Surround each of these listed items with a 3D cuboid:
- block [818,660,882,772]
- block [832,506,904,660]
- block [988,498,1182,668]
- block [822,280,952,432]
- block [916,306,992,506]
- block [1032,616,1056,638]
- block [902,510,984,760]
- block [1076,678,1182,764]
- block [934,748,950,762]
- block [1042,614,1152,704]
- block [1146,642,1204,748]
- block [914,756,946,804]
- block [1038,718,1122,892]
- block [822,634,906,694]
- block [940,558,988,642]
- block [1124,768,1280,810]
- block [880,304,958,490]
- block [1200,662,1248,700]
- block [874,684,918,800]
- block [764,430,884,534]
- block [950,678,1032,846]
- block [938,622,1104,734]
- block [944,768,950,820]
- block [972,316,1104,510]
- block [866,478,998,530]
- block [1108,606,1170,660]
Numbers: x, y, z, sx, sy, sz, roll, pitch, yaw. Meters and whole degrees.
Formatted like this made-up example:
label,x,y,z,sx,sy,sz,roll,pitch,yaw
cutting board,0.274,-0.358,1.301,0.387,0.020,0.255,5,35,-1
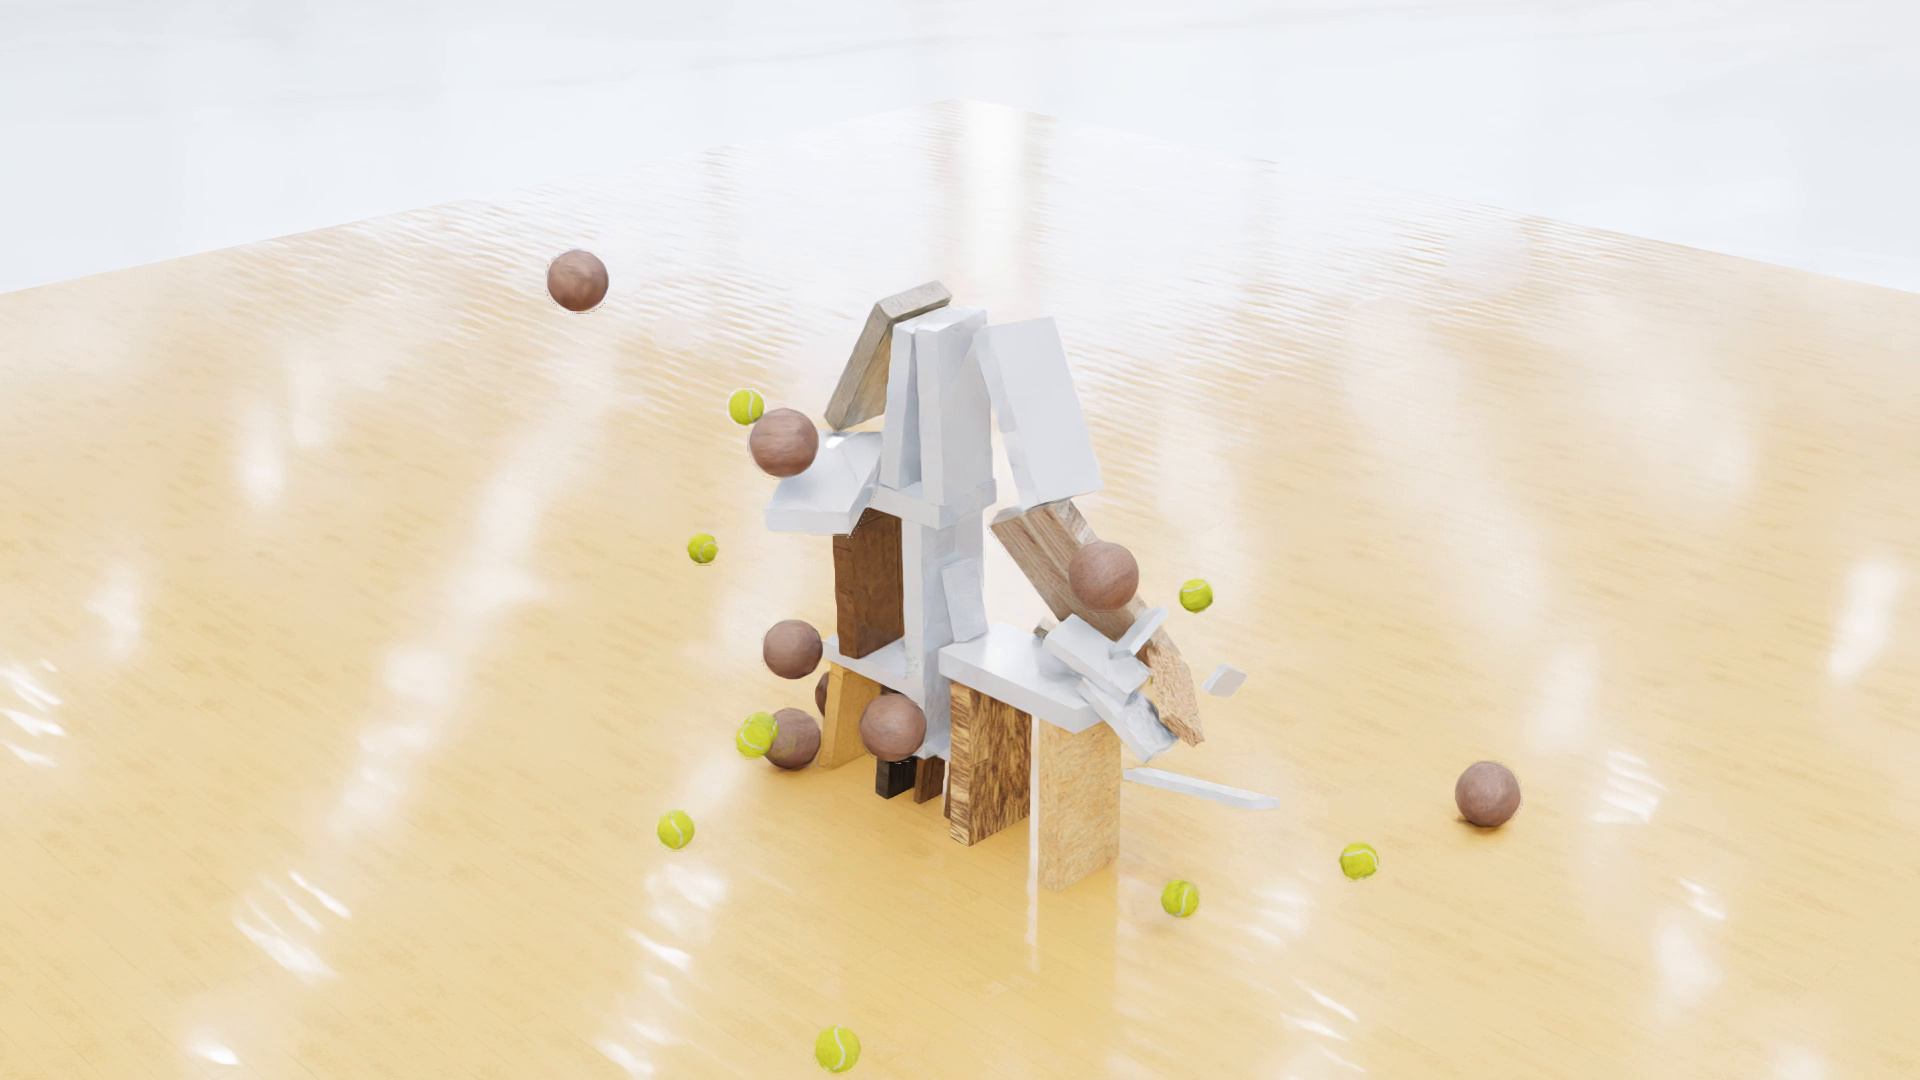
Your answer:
label,x,y,z,sx,sy,sz,roll,pitch,yaw
block,-0.223,0.347,4.606,0.037,0.261,0.130,31,36,33
block,-0.175,0.045,4.431,0.050,0.353,0.176,15,27,37
block,0.241,0.096,4.226,0.169,0.418,0.048,-17,28,42
block,-0.141,-0.352,4.224,0.162,0.325,0.046,-25,66,-39
block,-0.009,-0.253,4.119,0.048,0.338,0.169,12,26,32
block,0.211,0.204,4.247,0.148,0.021,0.074,34,-16,3
block,-0.030,0.171,4.327,0.050,0.501,0.176,19,29,39
block,0.310,0.315,4.022,0.095,0.027,0.190,-23,62,-41
block,-0.023,0.415,4.419,0.131,0.019,0.066,21,31,41
block,0.255,0.218,4.052,0.190,0.027,0.095,36,41,17
block,0.393,0.280,4.013,0.027,0.095,0.190,-35,35,23
block,-0.060,0.470,4.484,0.066,0.131,0.019,-21,39,-41
block,0.229,0.475,4.186,0.177,0.355,0.050,-21,30,-40
block,-0.144,0.241,4.472,0.261,0.037,0.130,21,31,40
block,0.010,0.116,4.261,0.074,0.148,0.021,-21,16,-41
block,0.426,0.443,3.925,0.061,0.017,0.338,0,4,-37
block,-0.070,-0.270,4.173,0.046,0.325,0.162,25,33,32
block,0.485,0.260,4.036,0.017,0.061,0.121,43,9,26
block,-0.108,0.392,4.500,0.037,0.261,0.130,27,35,37
block,-0.245,-0.113,4.185,0.162,0.046,0.325,3,30,14
block,0.062,0.411,4.338,0.050,0.355,0.177,22,31,40
block,0.147,0.258,4.179,0.355,0.050,0.177,21,31,40
block,0.002,0.494,4.427,0.066,0.131,0.019,-21,39,-41
block,0.145,-0.238,4.077,0.169,0.338,0.048,-14,-4,-40
block,-0.120,-0.114,4.289,0.353,0.050,0.176,18,29,35
block,0.330,0.171,4.045,0.121,0.017,0.061,-47,16,-32
